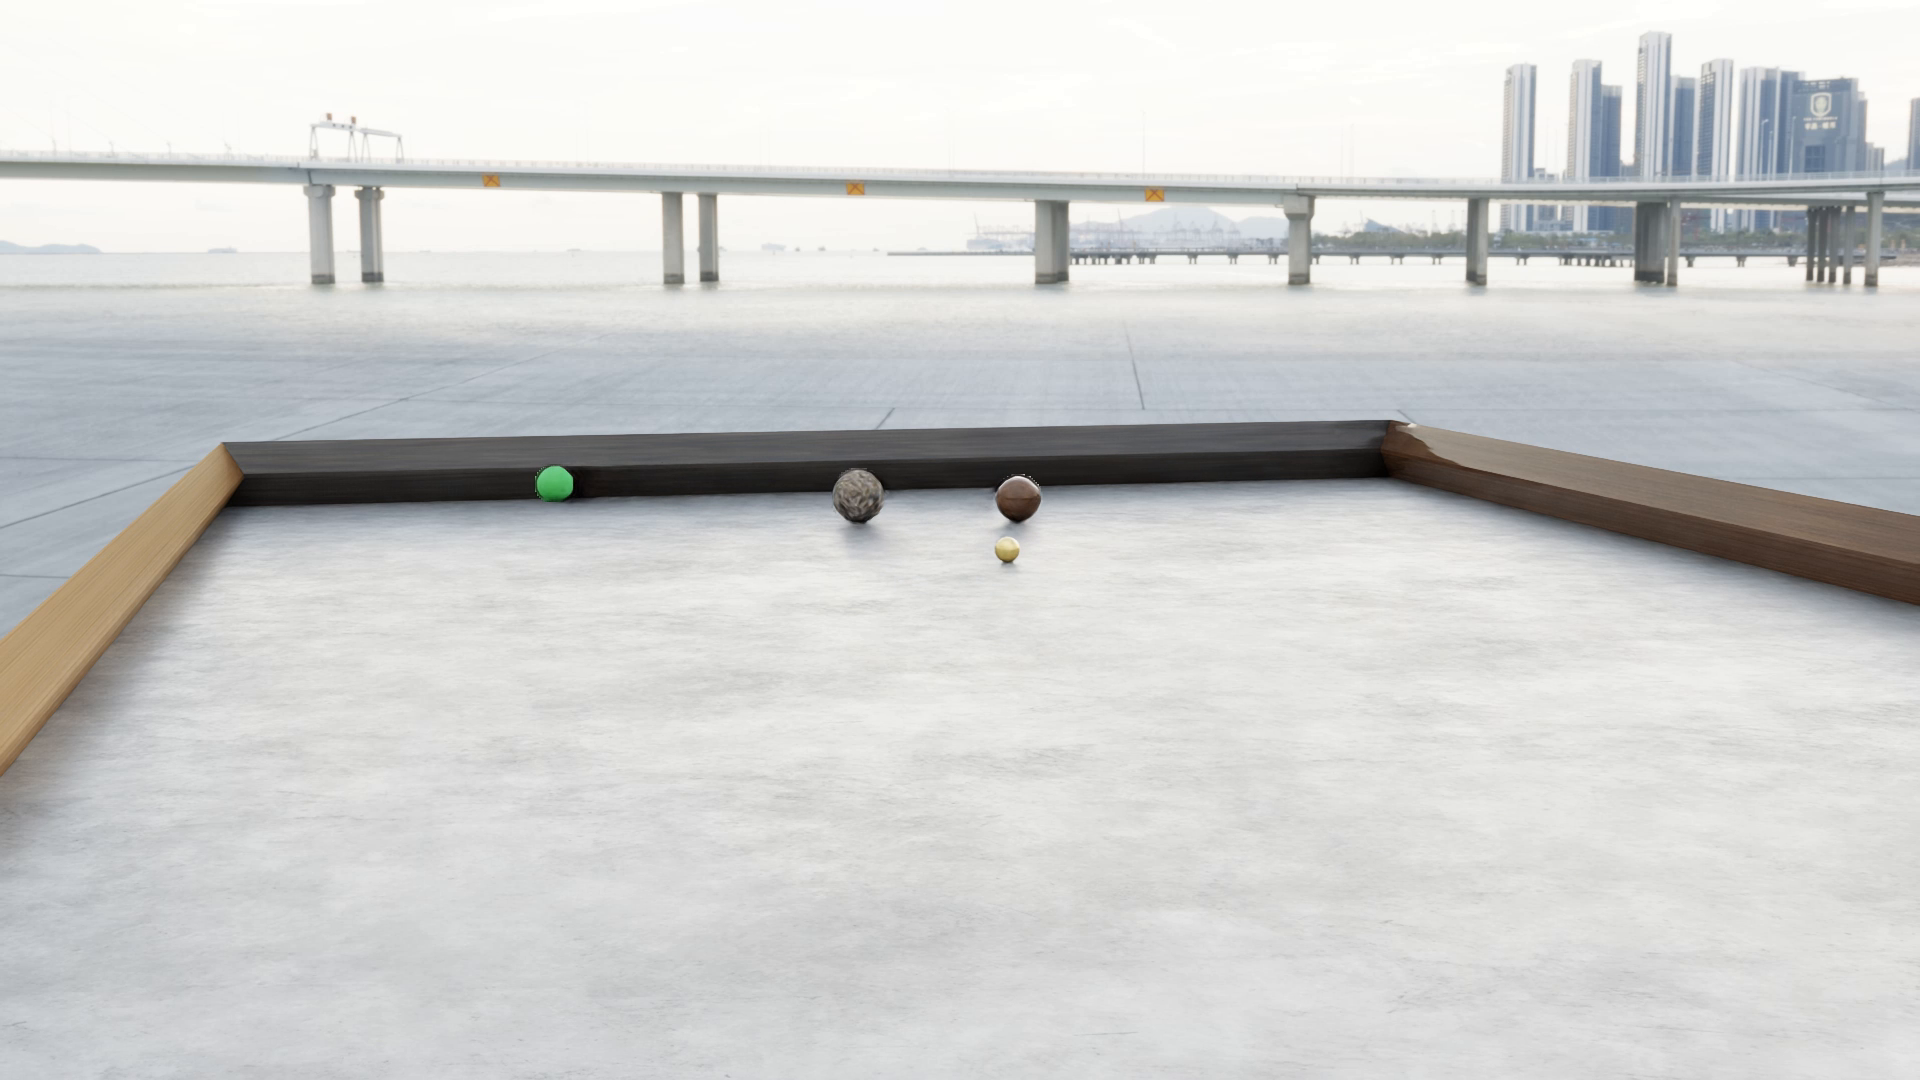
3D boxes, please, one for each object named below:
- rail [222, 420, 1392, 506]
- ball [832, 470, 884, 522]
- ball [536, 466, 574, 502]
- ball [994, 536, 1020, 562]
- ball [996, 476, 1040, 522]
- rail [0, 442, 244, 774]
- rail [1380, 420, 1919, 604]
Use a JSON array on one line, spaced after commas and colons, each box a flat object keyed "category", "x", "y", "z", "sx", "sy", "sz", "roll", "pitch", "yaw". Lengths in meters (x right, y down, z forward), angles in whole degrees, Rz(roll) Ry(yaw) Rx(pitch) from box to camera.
[{"category": "rail", "x": -0.248, "y": -0.168, "z": 4.712, "sx": 2.544, "sy": 0.129, "sz": 0.045, "roll": -2, "pitch": 8, "yaw": -13}, {"category": "ball", "x": -0.194, "y": -0.083, "z": 4.196, "sx": 0.100, "sy": 0.100, "sz": 0.100, "roll": 0, "pitch": 8, "yaw": 0}, {"category": "ball", "x": -0.833, "y": -0.115, "z": 4.528, "sx": 0.075, "sy": 0.075, "sz": 0.075, "roll": 0, "pitch": 8, "yaw": 0}, {"category": "ball", "x": 0.079, "y": 0.016, "z": 3.669, "sx": 0.042, "sy": 0.042, "sz": 0.042, "roll": 0, "pitch": 8, "yaw": 0}, {"category": "ball", "x": 0.111, "y": -0.078, "z": 4.213, "sx": 0.086, "sy": 0.086, "sz": 0.086, "roll": 0, "pitch": 8, "yaw": 0}, {"category": "rail", "x": -0.962, "y": 0.154, "z": 2.302, "sx": 0.045, "sy": 0.129, "sz": 4.456, "roll": -2, "pitch": 8, "yaw": -13}, {"category": "rail", "x": 1.469, "y": 0.079, "z": 2.866, "sx": 0.045, "sy": 0.129, "sz": 4.456, "roll": -2, "pitch": 8, "yaw": -13}]
